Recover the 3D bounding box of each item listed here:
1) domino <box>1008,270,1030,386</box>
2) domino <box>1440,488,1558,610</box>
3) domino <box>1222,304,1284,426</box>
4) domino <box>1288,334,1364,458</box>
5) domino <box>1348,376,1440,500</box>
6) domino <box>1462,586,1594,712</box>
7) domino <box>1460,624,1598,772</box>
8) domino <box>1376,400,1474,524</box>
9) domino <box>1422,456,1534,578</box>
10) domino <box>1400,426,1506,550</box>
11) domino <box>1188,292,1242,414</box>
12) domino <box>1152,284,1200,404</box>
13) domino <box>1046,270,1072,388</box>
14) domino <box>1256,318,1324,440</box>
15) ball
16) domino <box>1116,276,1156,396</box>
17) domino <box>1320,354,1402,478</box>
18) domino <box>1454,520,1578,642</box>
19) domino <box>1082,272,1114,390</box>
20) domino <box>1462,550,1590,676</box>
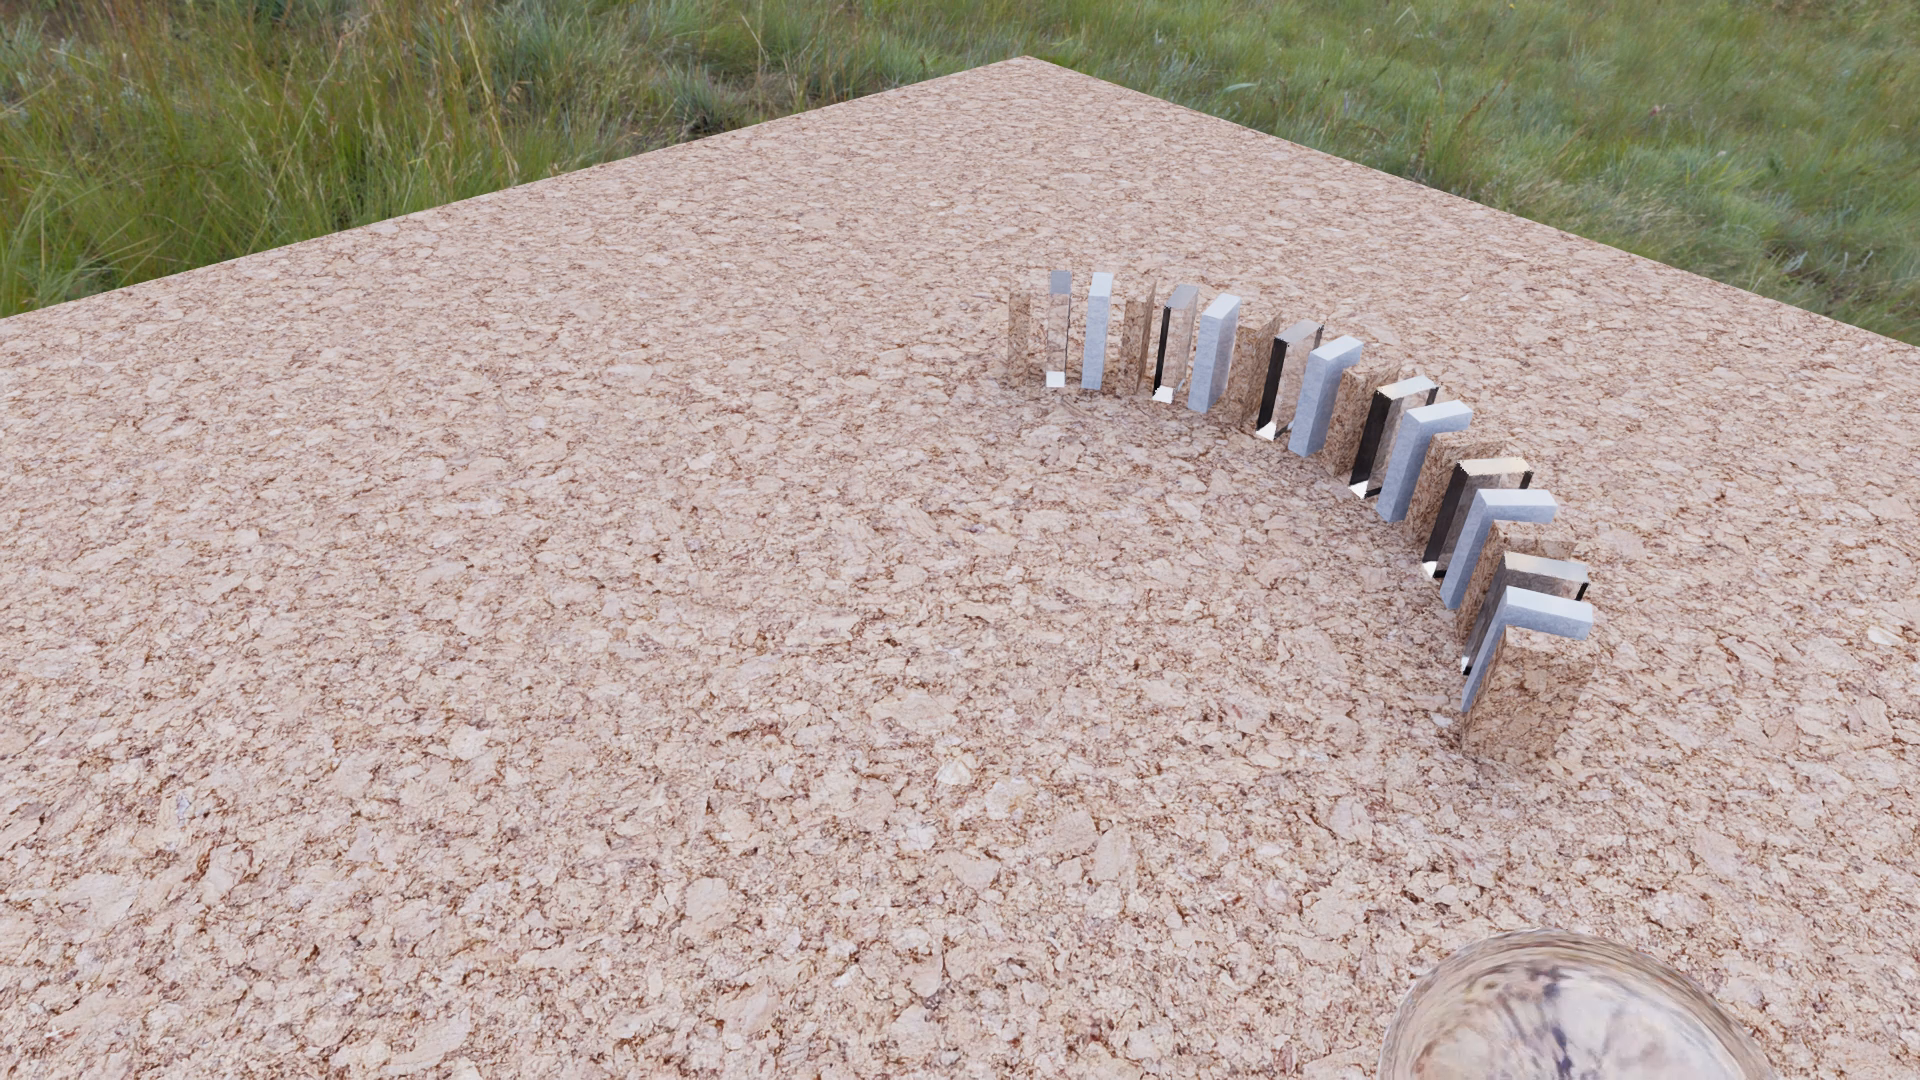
[{"bbox_3d":[0.029,-0.104,0.538,0.009,0.050,0.025,1,39,1],"label":"domino"},{"bbox_3d":[0.198,0.004,0.406,0.025,0.050,0.009,1,39,1],"label":"domino"},{"bbox_3d":[0.135,-0.081,0.510,0.010,0.050,0.025,27,46,29],"label":"domino"},{"bbox_3d":[0.162,-0.064,0.489,0.025,0.050,0.009,-26,46,-29],"label":"domino"},{"bbox_3d":[0.182,-0.043,0.464,0.025,0.050,0.009,-17,42,-19],"label":"domino"},{"bbox_3d":[0.186,0.040,0.363,0.025,0.050,0.010,14,41,16],"label":"domino"},{"bbox_3d":[0.179,0.051,0.349,0.025,0.050,0.009,13,41,15],"label":"domino"},{"bbox_3d":[0.189,-0.032,0.450,0.025,0.050,0.009,-12,41,-14],"label":"domino"},{"bbox_3d":[0.197,-0.008,0.421,0.025,0.050,0.009,-3,39,-4],"label":"domino"},{"bbox_3d":[0.195,-0.020,0.436,0.025,0.050,0.009,-8,40,-9],"label":"domino"},{"bbox_3d":[0.120,-0.088,0.519,0.009,0.050,0.025,22,44,24],"label":"domino"},{"bbox_3d":[0.103,-0.094,0.526,0.010,0.050,0.025,17,42,19],"label":"domino"},{"bbox_3d":[0.048,-0.103,0.537,0.010,0.050,0.025,2,39,3],"label":"domino"},{"bbox_3d":[0.150,-0.073,0.500,0.025,0.050,0.010,-32,49,-33],"label":"domino"},{"bbox_3d":[0.131,0.125,0.235,0.080,0.080,0.080,0,39,0],"label":"ball"},{"bbox_3d":[0.085,-0.098,0.531,0.009,0.050,0.025,12,41,15],"label":"domino"},{"bbox_3d":[0.173,-0.054,0.477,0.025,0.050,0.010,-21,44,-24],"label":"domino"},{"bbox_3d":[0.197,0.016,0.392,0.025,0.050,0.010,5,40,6],"label":"domino"},{"bbox_3d":[0.067,-0.102,0.535,0.009,0.050,0.025,7,40,9],"label":"domino"},{"bbox_3d":[0.193,0.028,0.377,0.025,0.050,0.010,11,41,13],"label":"domino"}]
